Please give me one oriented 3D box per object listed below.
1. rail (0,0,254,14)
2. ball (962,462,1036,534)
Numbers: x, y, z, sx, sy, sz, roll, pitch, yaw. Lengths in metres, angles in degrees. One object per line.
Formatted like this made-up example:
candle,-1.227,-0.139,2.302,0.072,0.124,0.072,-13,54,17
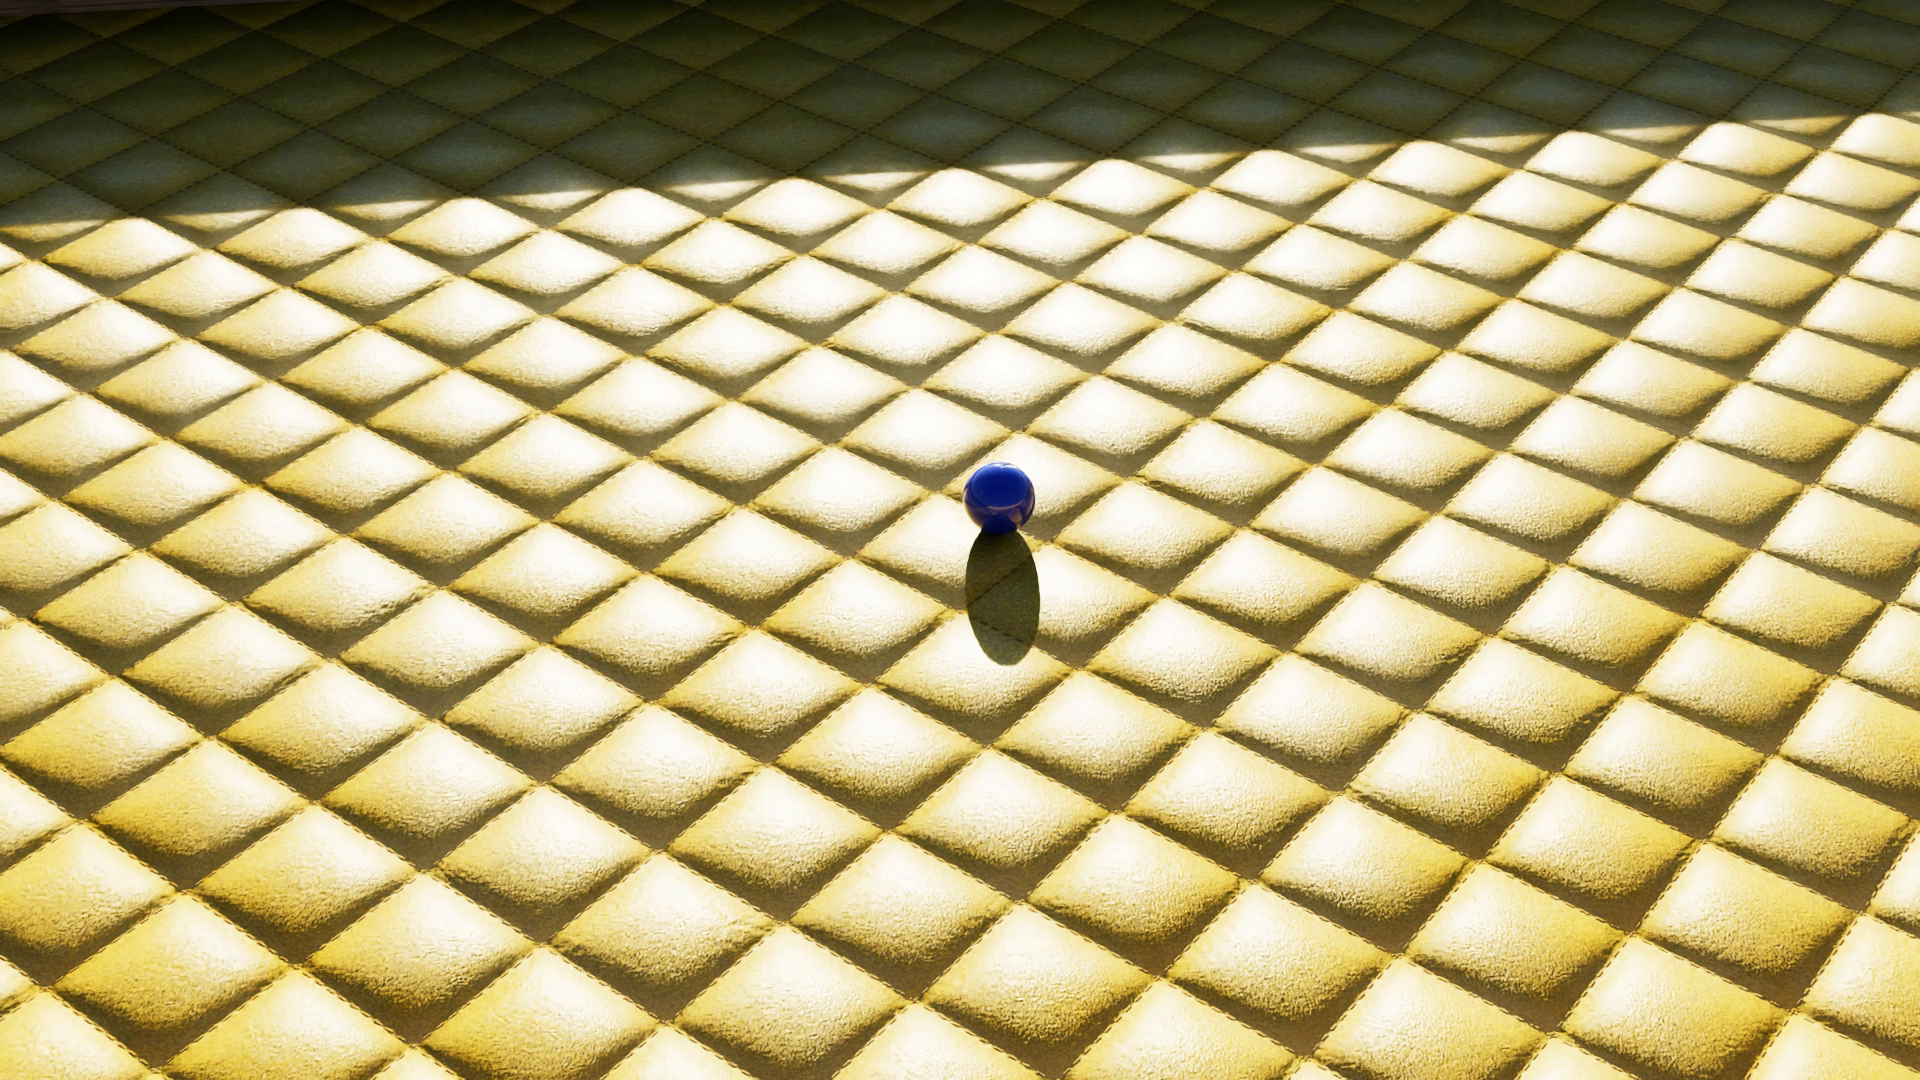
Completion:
rail,0.758,-0.611,2.329,3.495,0.126,0.045,-4,37,-6
ball,0.025,-0.026,1.608,0.046,0.046,0.046,0,37,0
